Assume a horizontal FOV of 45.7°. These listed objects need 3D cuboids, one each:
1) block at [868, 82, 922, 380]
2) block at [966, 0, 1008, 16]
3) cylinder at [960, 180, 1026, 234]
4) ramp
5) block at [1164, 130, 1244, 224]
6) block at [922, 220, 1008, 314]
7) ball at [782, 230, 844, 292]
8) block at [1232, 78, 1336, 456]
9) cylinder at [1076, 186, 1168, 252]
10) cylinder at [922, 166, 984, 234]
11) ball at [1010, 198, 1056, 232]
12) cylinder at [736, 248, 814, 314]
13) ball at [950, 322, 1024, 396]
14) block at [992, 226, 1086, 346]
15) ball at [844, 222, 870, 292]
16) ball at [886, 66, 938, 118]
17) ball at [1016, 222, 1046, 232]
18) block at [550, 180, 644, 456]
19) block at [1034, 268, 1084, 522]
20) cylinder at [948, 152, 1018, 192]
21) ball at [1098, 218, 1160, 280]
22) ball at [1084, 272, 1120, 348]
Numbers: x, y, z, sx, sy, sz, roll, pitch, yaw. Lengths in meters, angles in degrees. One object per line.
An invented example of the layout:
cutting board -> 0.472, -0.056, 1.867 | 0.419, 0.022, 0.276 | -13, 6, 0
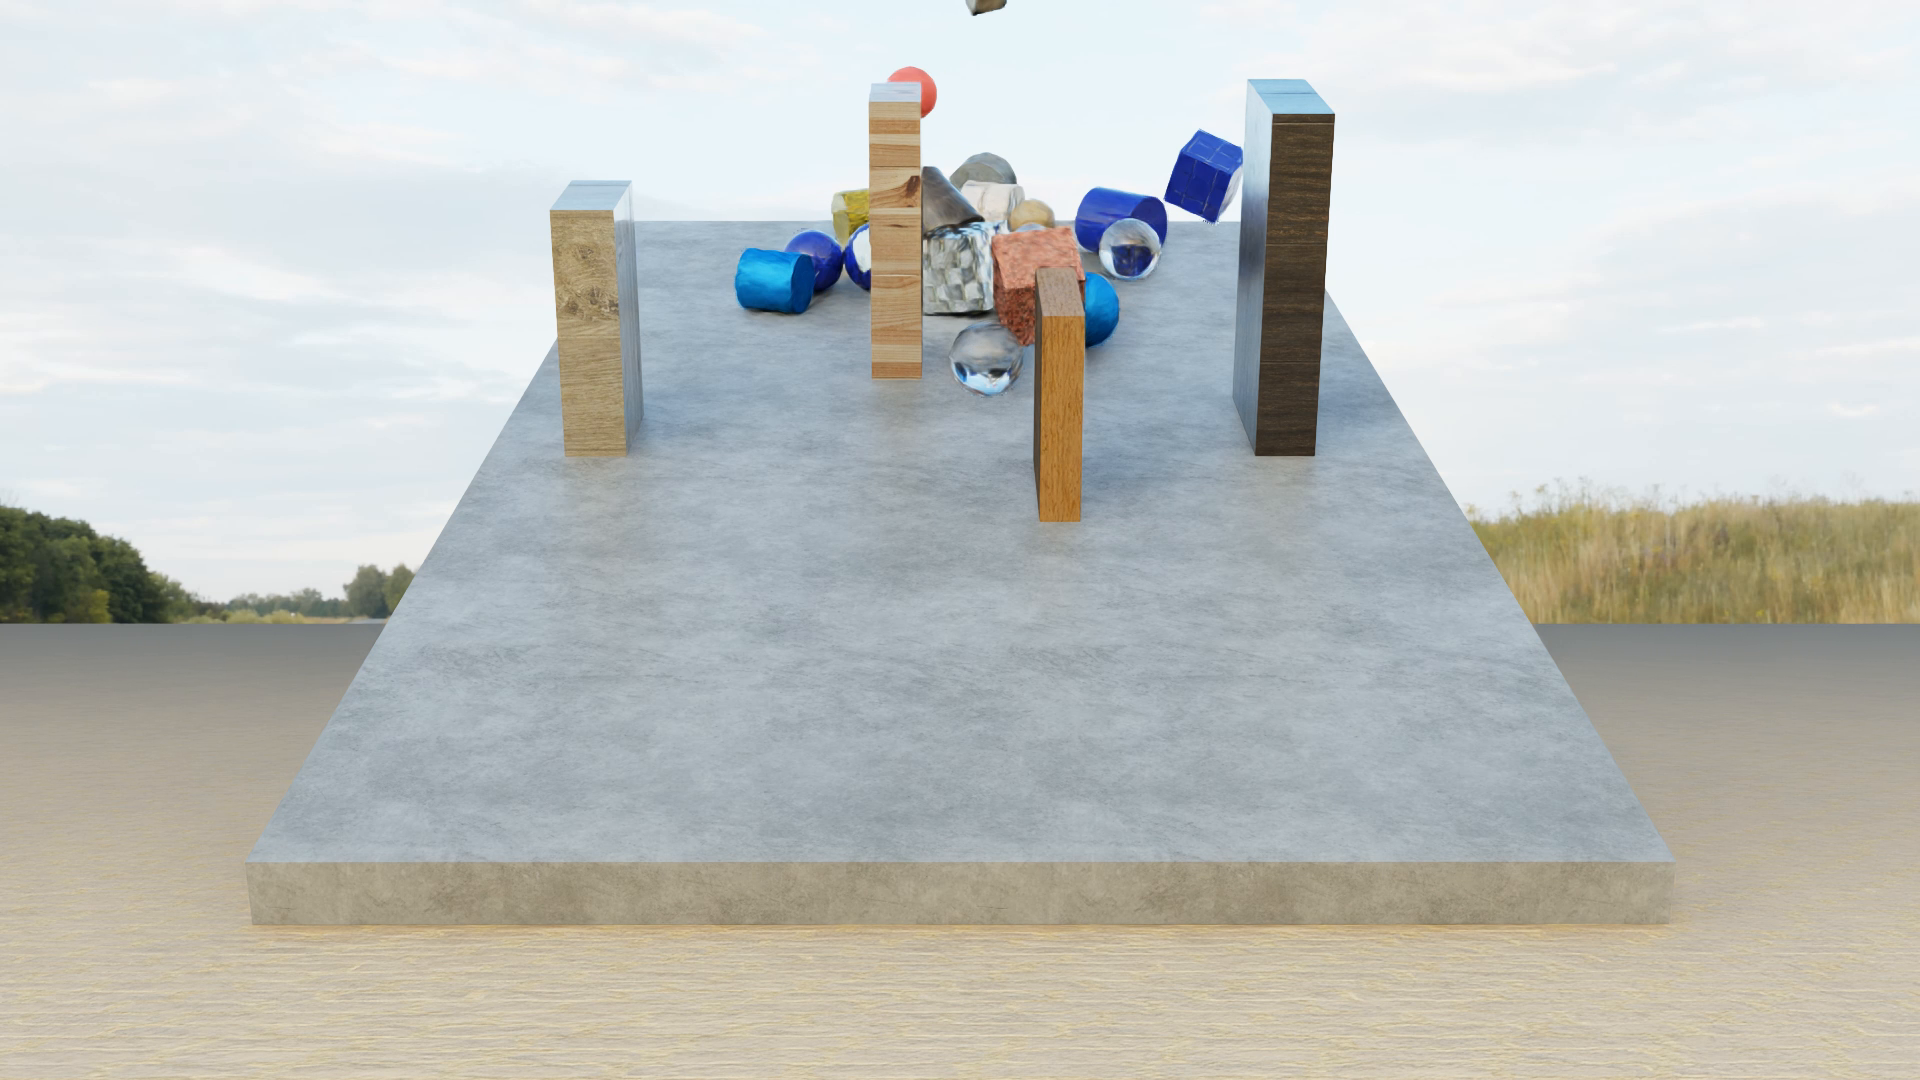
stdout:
block -> -0.149, -0.727, 5.365 | 0.118, 0.652, 0.249 | 0, 21, 0
block -> 0.075, -1.668, 6.884 | 0.109, 0.109, 0.109 | -17, -9, -13
cylinder -> 0.093, -0.971, 6.703 | 0.158, 0.158, 0.158 | 8, 1, 20
ramp -> -0.006, -0.213, 5.069 | 2.000, 0.100, 4.000 | 0, 21, 0
block -> 0.653, -0.963, 6.028 | 0.152, 0.152, 0.152 | 27, 41, 11
block -> 0.009, -0.710, 5.923 | 0.193, 0.193, 0.193 | 0, 19, 26
ball -> -0.395, -0.744, 6.091 | 0.168, 0.168, 0.168 | 0, -2, 0
block -> 0.690, -0.592, 4.906 | 0.127, 0.727, 0.420 | 0, 21, 0
cylinder -> 0.459, -0.898, 6.471 | 0.187, 0.187, 0.187 | 18, 10, 39
cylinder -> -0.072, -0.871, 6.148 | 0.197, 0.197, 0.197 | -38, -15, -12
ball -> 0.211, -0.923, 6.611 | 0.134, 0.134, 0.134 | 0, -2, 0
cylinder -> -0.480, -0.673, 5.917 | 0.155, 0.155, 0.155 | 8, 1, 19
ball -> 0.061, -0.415, 5.223 | 0.170, 0.170, 0.170 | 0, -2, 0
block -> 0.183, -0.591, 5.317 | 0.186, 0.186, 0.186 | -8, -41, -5
ball -> -0.215, -0.755, 6.083 | 0.193, 0.193, 0.193 | 0, -2, 0
ball -> -0.135, -1.215, 6.211 | 0.147, 0.147, 0.147 | 0, -2, 0
ball -> 0.202, -0.825, 6.370 | 0.122, 0.122, 0.122 | 0, -2, 0
block -> -0.772, -0.476, 4.871 | 0.130, 0.530, 0.293 | 0, 21, 0
block -> 0.196, -0.296, 4.564 | 0.080, 0.415, 0.375 | 0, 21, 0
cylinder -> 0.064, -1.059, 6.881 | 0.192, 0.192, 0.192 | 0, 18, 10
ball -> 0.463, -0.794, 6.227 | 0.169, 0.169, 0.169 | 0, -2, 0
ball -> 0.299, -0.565, 5.593 | 0.188, 0.188, 0.188 | 0, -2, 0
